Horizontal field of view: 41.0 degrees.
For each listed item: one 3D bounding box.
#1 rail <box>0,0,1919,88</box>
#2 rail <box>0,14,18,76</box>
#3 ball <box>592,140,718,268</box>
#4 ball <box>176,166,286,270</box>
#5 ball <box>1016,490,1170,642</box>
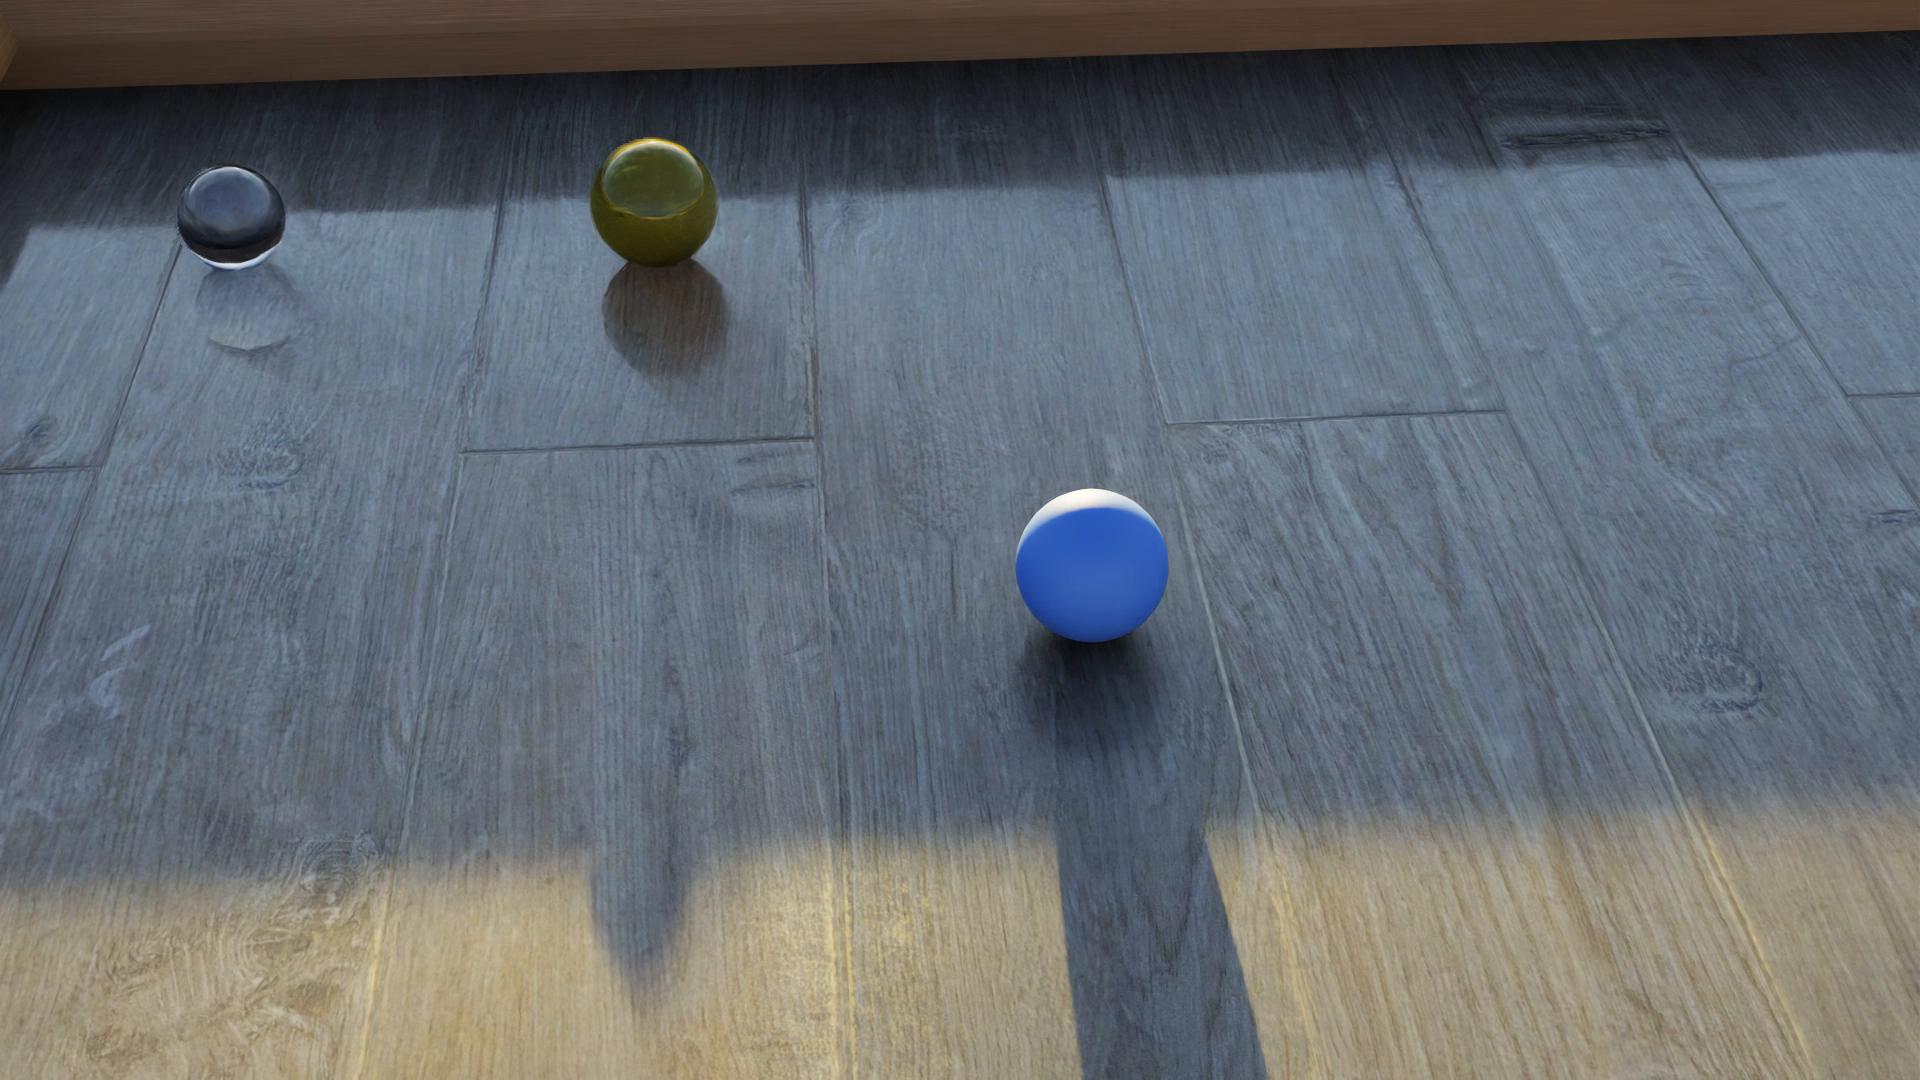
[{"bbox_3d":[0.744,-0.509,2.320,3.214,0.129,0.045,-2,36,-3],"label":"rail"},{"bbox_3d":[-0.778,0.016,1.591,0.045,0.129,1.617,-2,36,-3],"label":"rail"},{"bbox_3d":[-0.238,-0.263,2.007,0.099,0.099,0.099,0,36,0],"label":"ball"},{"bbox_3d":[-0.569,-0.252,2.005,0.082,0.082,0.082,0,36,0],"label":"ball"},{"bbox_3d":[0.083,0.016,1.619,0.097,0.097,0.097,0,36,0],"label":"ball"}]
